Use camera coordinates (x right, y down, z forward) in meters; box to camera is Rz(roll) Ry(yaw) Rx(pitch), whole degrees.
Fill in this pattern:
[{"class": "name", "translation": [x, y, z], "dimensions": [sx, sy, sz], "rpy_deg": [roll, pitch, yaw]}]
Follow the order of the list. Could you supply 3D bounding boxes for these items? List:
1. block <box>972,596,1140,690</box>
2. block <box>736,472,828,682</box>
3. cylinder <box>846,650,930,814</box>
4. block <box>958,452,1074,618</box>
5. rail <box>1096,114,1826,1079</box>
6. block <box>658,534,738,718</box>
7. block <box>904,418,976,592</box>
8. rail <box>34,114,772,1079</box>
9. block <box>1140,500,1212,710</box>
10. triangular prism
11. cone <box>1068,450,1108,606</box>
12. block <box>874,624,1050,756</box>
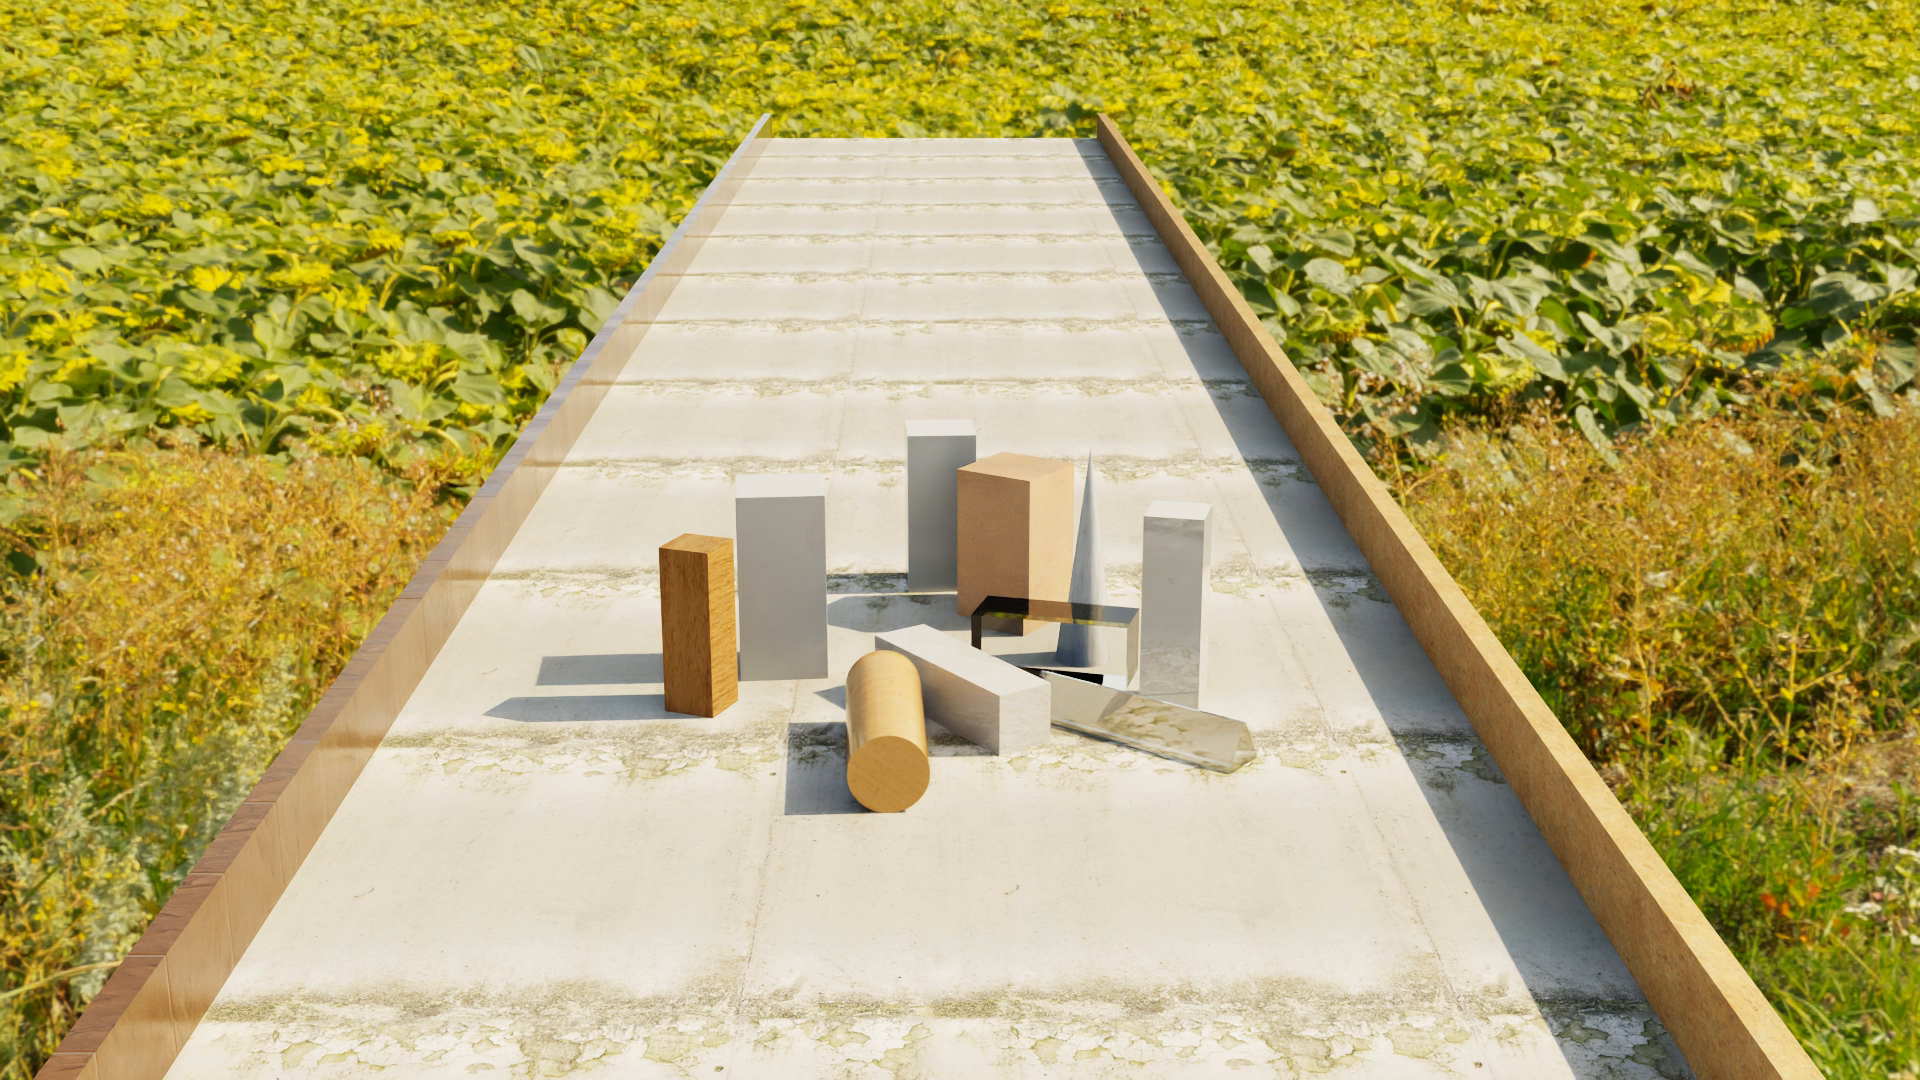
[{"class": "block", "translation": [0.188, 0.201, 4.327], "dimensions": [0.309, 0.127, 0.127], "rpy_deg": [4, 17, 15]}, {"class": "block", "translation": [-0.352, 0.071, 4.334], "dimensions": [0.171, 0.372, 0.171], "rpy_deg": [-2, 17, -5]}, {"class": "cylinder", "translation": [-0.131, 0.330, 3.871], "dimensions": [0.139, 0.139, 0.426], "rpy_deg": [-1, 17, -3]}, {"class": "block", "translation": [0.118, -0.002, 4.671], "dimensions": [0.179, 0.321, 0.179], "rpy_deg": [11, 20, 32]}, {"class": "rail", "translation": [0.932, -0.844, 7.801], "dimensions": [0.050, 0.150, 12.000], "rpy_deg": [0, 17, -1]}, {"class": "block", "translation": [-0.489, 0.160, 4.125], "dimensions": [0.102, 0.322, 0.102], "rpy_deg": [7, 18, 21]}, {"class": "block", "translation": [-0.044, -0.076, 4.861], "dimensions": [0.149, 0.355, 0.149], "rpy_deg": [-1, 17, -4]}, {"class": "rail", "translation": [-1.118, -0.838, 7.780], "dimensions": [0.050, 0.150, 12.000], "rpy_deg": [0, 17, -1]}, {"class": "block", "translation": [0.405, 0.127, 4.130], "dimensions": [0.112, 0.381, 0.112], "rpy_deg": [4, 17, 13]}, {"class": "triangular prism", "translation": [0.327, 0.320, 4.001], "dimensions": [0.440, 0.080, 0.093], "rpy_deg": [12, 20, 36]}, {"class": "cone", "translation": [0.258, 0.021, 4.406], "dimensions": [0.107, 0.428, 0.107], "rpy_deg": [0, 17, 0]}, {"class": "block", "translation": [0.000, 0.275, 4.103], "dimensions": [0.114, 0.114, 0.405], "rpy_deg": [-11, 20, -34]}]
